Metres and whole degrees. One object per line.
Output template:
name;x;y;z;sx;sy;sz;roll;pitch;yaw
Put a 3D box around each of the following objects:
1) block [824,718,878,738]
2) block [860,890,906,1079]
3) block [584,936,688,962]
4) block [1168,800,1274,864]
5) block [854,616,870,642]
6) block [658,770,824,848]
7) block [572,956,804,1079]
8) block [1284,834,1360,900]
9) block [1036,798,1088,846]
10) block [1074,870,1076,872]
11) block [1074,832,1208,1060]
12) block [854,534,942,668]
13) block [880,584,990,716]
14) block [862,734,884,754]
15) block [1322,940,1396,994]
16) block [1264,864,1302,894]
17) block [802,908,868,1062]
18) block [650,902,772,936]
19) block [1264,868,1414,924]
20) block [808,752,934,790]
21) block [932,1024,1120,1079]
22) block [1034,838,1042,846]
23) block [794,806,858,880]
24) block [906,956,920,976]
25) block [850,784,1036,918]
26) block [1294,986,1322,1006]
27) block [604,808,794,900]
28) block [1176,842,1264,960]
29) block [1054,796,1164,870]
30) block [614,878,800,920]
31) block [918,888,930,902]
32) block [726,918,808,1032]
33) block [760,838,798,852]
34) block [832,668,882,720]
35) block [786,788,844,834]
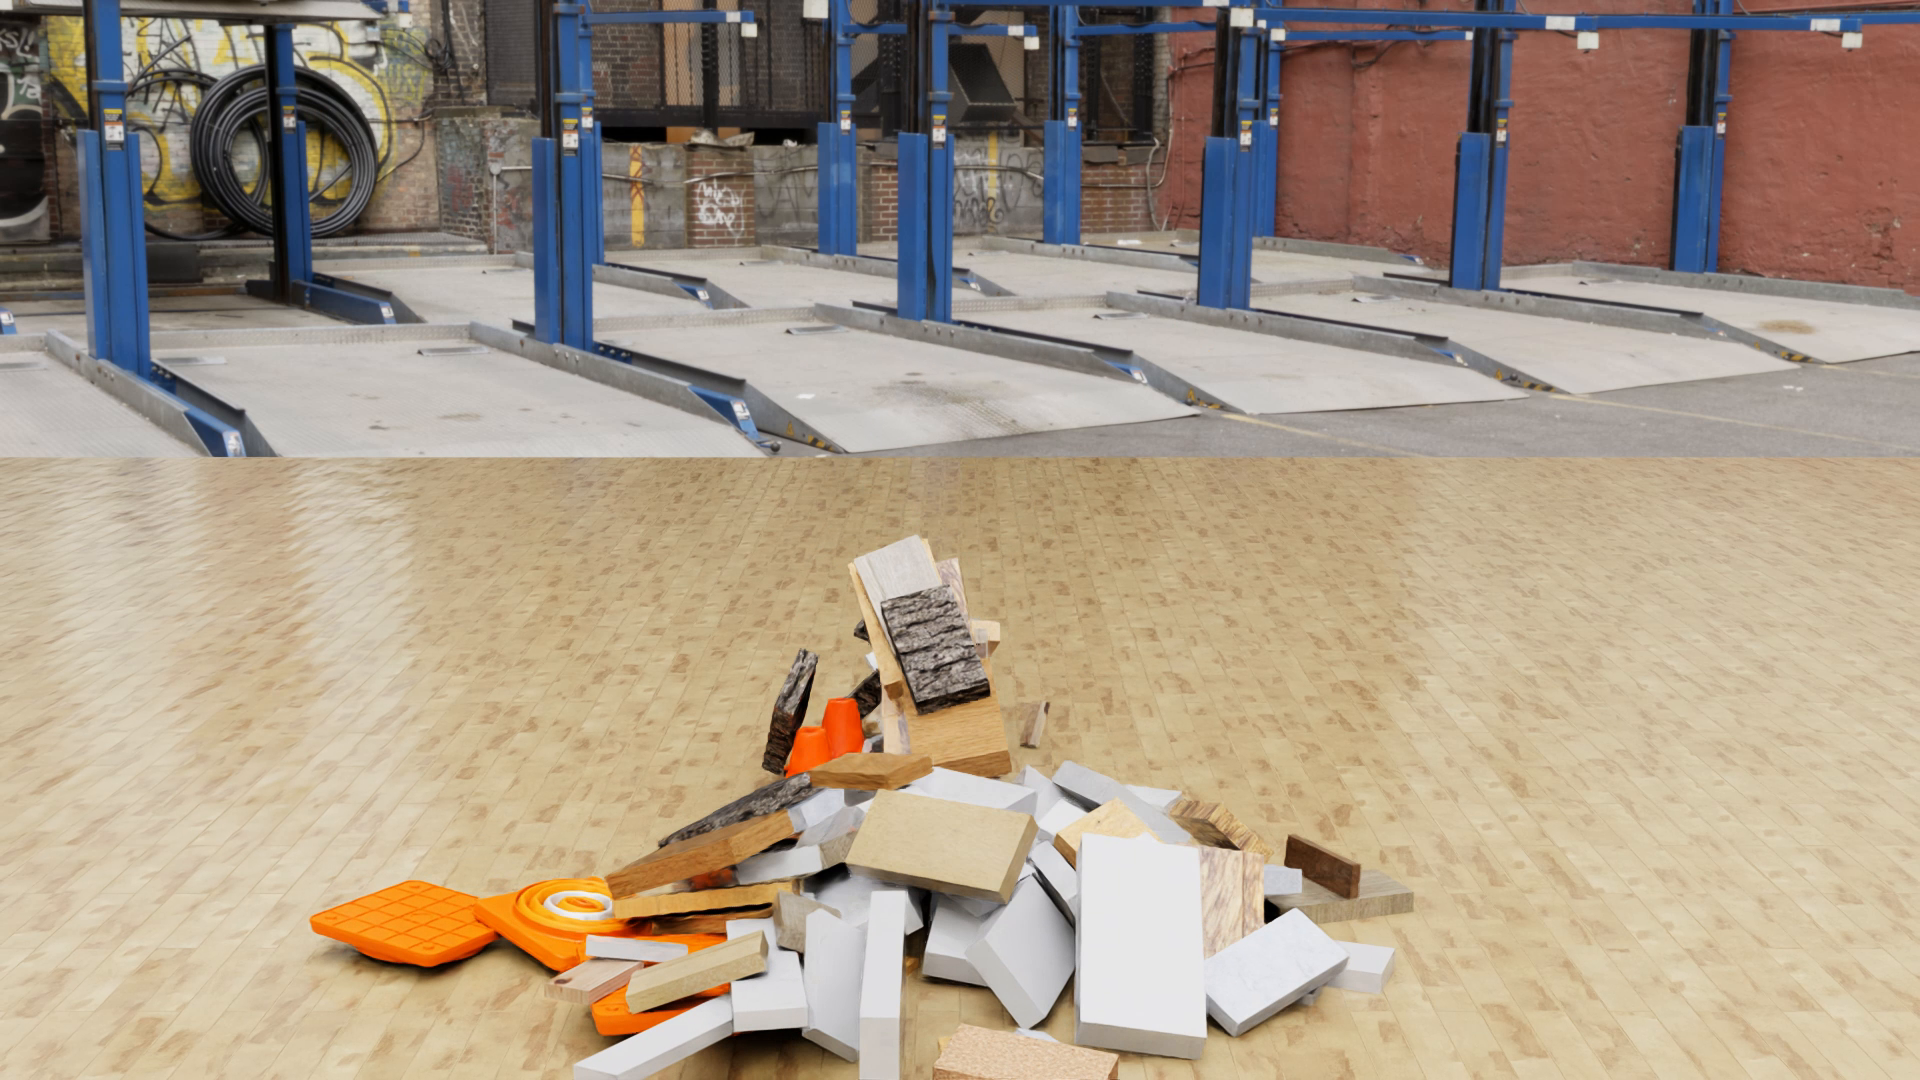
block;-0.229;0.394;4.604;0.058;0.016;0.116;-19;10;-36
block;-0.101;0.633;2.958;0.049;0.174;0.460;0;11;0
block;-0.467;0.591;3.174;0.145;0.021;0.072;7;-5;-9
block;0.439;0.495;3.720;0.121;0.034;0.242;42;-10;-4
block;-0.095;0.201;4.335;0.235;0.018;0.064;21;61;24
block;-0.377;0.477;3.820;0.143;0.040;0.285;-23;0;37
block;-0.292;0.635;3.006;0.072;0.021;0.622;4;9;31
block;0.594;0.536;3.614;0.016;0.056;0.178;1;9;-28
block;0.209;0.482;3.518;0.164;0.023;0.082;28;39;20
block;0.209;0.574;3.489;0.018;0.065;0.130;-30;14;-6
block;0.254;0.572;3.126;0.174;0.049;0.348;8;39;-3
block;-0.098;0.113;4.182;0.134;0.038;0.268;-22;46;-4
block;-0.047;0.198;4.020;0.134;0.038;0.268;-15;44;-8
block;-0.155;0.412;4.267;0.018;0.064;0.129;12;9;22
block;0.506;0.635;3.341;0.289;0.031;0.111;4;11;21
block;0.430;0.543;3.556;0.130;0.037;0.260;2;-4;-21
block;-0.171;0.614;3.039;0.027;0.096;0.193;-34;37;29
block;-0.365;0.580;3.377;0.198;0.028;0.099;-8;-1;30
block;0.604;0.586;3.597;0.242;0.034;0.121;-4;11;-18
block;-0.147;0.379;3.607;0.099;0.028;0.197;-20;11;-42
block;0.087;0.701;2.902;0.222;0.031;0.111;7;21;18
block;0.194;0.514;3.643;0.065;0.018;0.232;40;11;22
block;-0.195;0.489;3.738;0.138;0.039;0.511;-24;1;2
block;-0.108;0.649;3.309;0.052;0.015;0.103;5;12;26
block;-0.026;0.482;3.441;0.269;0.038;0.135;32;29;30
block;0.468;0.659;3.249;0.124;0.018;0.062;4;11;22
block;-0.398;0.480;3.357;0.276;0.039;0.138;-21;1;37
block;0.382;0.570;3.272;0.135;0.038;0.269;8;39;1
block;0.281;0.525;3.433;0.130;0.037;0.260;-26;54;-32
block;-0.384;0.548;3.362;0.270;0.028;0.099;-6;-7;2
block;-0.073;0.538;3.594;0.096;0.027;0.193;-48;11;-16
block;-0.273;0.602;3.075;0.096;0.027;0.419;-3;7;-7
block;-0.223;0.552;3.809;0.246;0.023;0.082;4;11;22
block;-0.157;0.293;4.563;0.058;0.016;0.369;30;-40;-15
block;-0.249;0.465;3.927;0.143;0.040;0.285;-23;1;34
